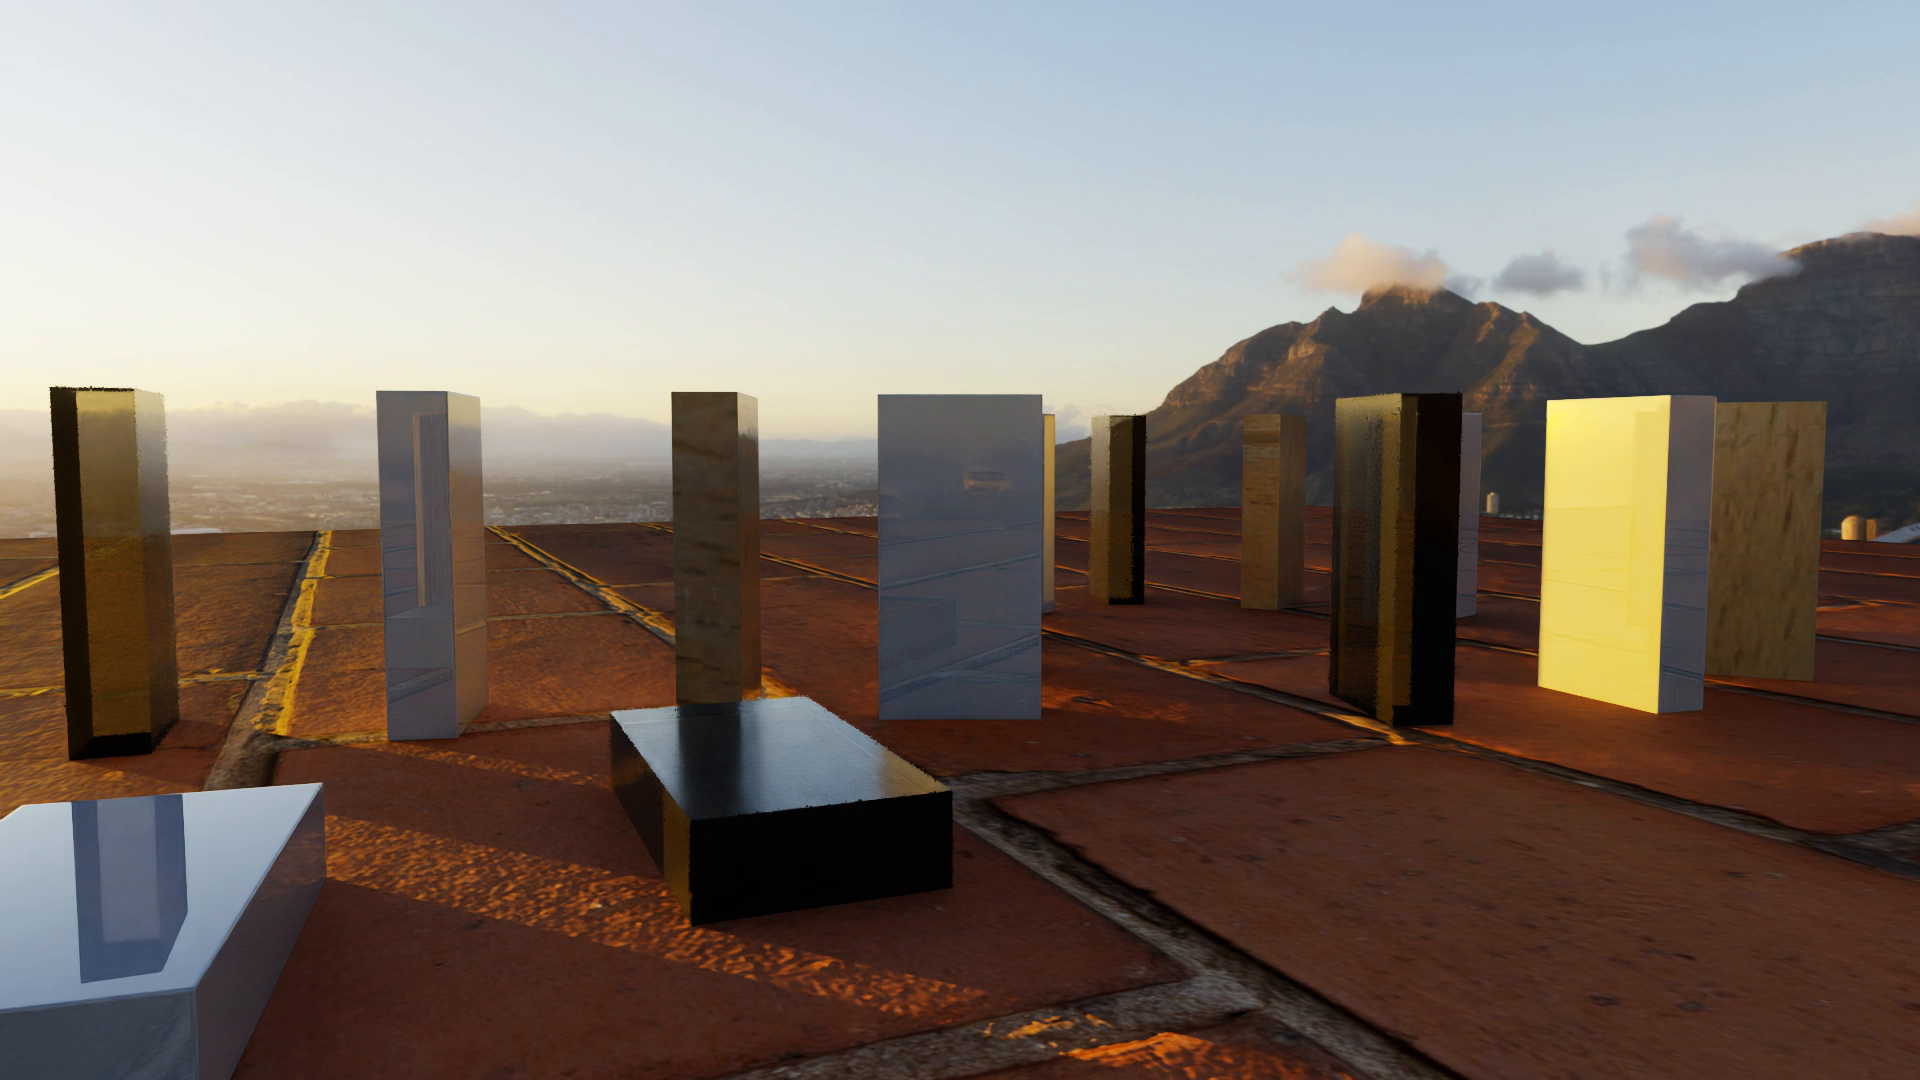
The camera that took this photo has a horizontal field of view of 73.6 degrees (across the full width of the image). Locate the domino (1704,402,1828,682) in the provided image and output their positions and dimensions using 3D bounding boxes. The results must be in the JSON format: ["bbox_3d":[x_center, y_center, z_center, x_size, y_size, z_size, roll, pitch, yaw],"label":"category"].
[{"bbox_3d":[0.144,0.000,0.238,0.025,0.050,0.010,2,5,24],"label":"domino"}]

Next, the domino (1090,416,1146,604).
[{"bbox_3d":[0.043,-0.009,0.351,0.010,0.050,0.025,0,4,-5],"label":"domino"}]

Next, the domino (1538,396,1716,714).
[{"bbox_3d":[0.110,0.002,0.214,0.010,0.050,0.025,-2,5,-19],"label":"domino"}]

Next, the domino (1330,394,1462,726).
[{"bbox_3d":[0.069,0.002,0.205,0.010,0.050,0.025,0,4,-6],"label":"domino"}]

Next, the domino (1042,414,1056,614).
[{"bbox_3d":[0.011,-0.007,0.327,0.025,0.050,0.010,2,5,24],"label":"domino"}]

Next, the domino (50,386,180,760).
[{"bbox_3d":[-0.121,0.004,0.184,0.009,0.050,0.025,-2,5,-24],"label":"domino"}]

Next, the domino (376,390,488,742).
[{"bbox_3d":[-0.080,0.003,0.195,0.010,0.050,0.025,-1,4,-10],"label":"domino"}]

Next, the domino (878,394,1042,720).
[{"bbox_3d":[0.000,0.002,0.201,0.025,0.050,0.010,0,4,0],"label":"domino"}]

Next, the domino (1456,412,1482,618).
[{"bbox_3d":[0.117,-0.006,0.313,0.025,0.050,0.009,-4,6,-43],"label":"domino"}]

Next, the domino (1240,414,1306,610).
[{"bbox_3d":[0.083,-0.008,0.340,0.009,0.050,0.025,2,5,30],"label":"domino"}]

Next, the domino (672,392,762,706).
[{"bbox_3d":[-0.037,0.003,0.199,0.010,0.050,0.025,0,4,-2],"label":"domino"}]

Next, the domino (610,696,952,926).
[{"bbox_3d":[-0.022,0.027,0.141,0.025,0.009,0.050,-2,5,-23],"label":"domino"}]

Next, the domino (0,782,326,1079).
[{"bbox_3d":[-0.066,0.030,0.098,0.025,0.009,0.050,-1,5,-18],"label":"domino"}]
